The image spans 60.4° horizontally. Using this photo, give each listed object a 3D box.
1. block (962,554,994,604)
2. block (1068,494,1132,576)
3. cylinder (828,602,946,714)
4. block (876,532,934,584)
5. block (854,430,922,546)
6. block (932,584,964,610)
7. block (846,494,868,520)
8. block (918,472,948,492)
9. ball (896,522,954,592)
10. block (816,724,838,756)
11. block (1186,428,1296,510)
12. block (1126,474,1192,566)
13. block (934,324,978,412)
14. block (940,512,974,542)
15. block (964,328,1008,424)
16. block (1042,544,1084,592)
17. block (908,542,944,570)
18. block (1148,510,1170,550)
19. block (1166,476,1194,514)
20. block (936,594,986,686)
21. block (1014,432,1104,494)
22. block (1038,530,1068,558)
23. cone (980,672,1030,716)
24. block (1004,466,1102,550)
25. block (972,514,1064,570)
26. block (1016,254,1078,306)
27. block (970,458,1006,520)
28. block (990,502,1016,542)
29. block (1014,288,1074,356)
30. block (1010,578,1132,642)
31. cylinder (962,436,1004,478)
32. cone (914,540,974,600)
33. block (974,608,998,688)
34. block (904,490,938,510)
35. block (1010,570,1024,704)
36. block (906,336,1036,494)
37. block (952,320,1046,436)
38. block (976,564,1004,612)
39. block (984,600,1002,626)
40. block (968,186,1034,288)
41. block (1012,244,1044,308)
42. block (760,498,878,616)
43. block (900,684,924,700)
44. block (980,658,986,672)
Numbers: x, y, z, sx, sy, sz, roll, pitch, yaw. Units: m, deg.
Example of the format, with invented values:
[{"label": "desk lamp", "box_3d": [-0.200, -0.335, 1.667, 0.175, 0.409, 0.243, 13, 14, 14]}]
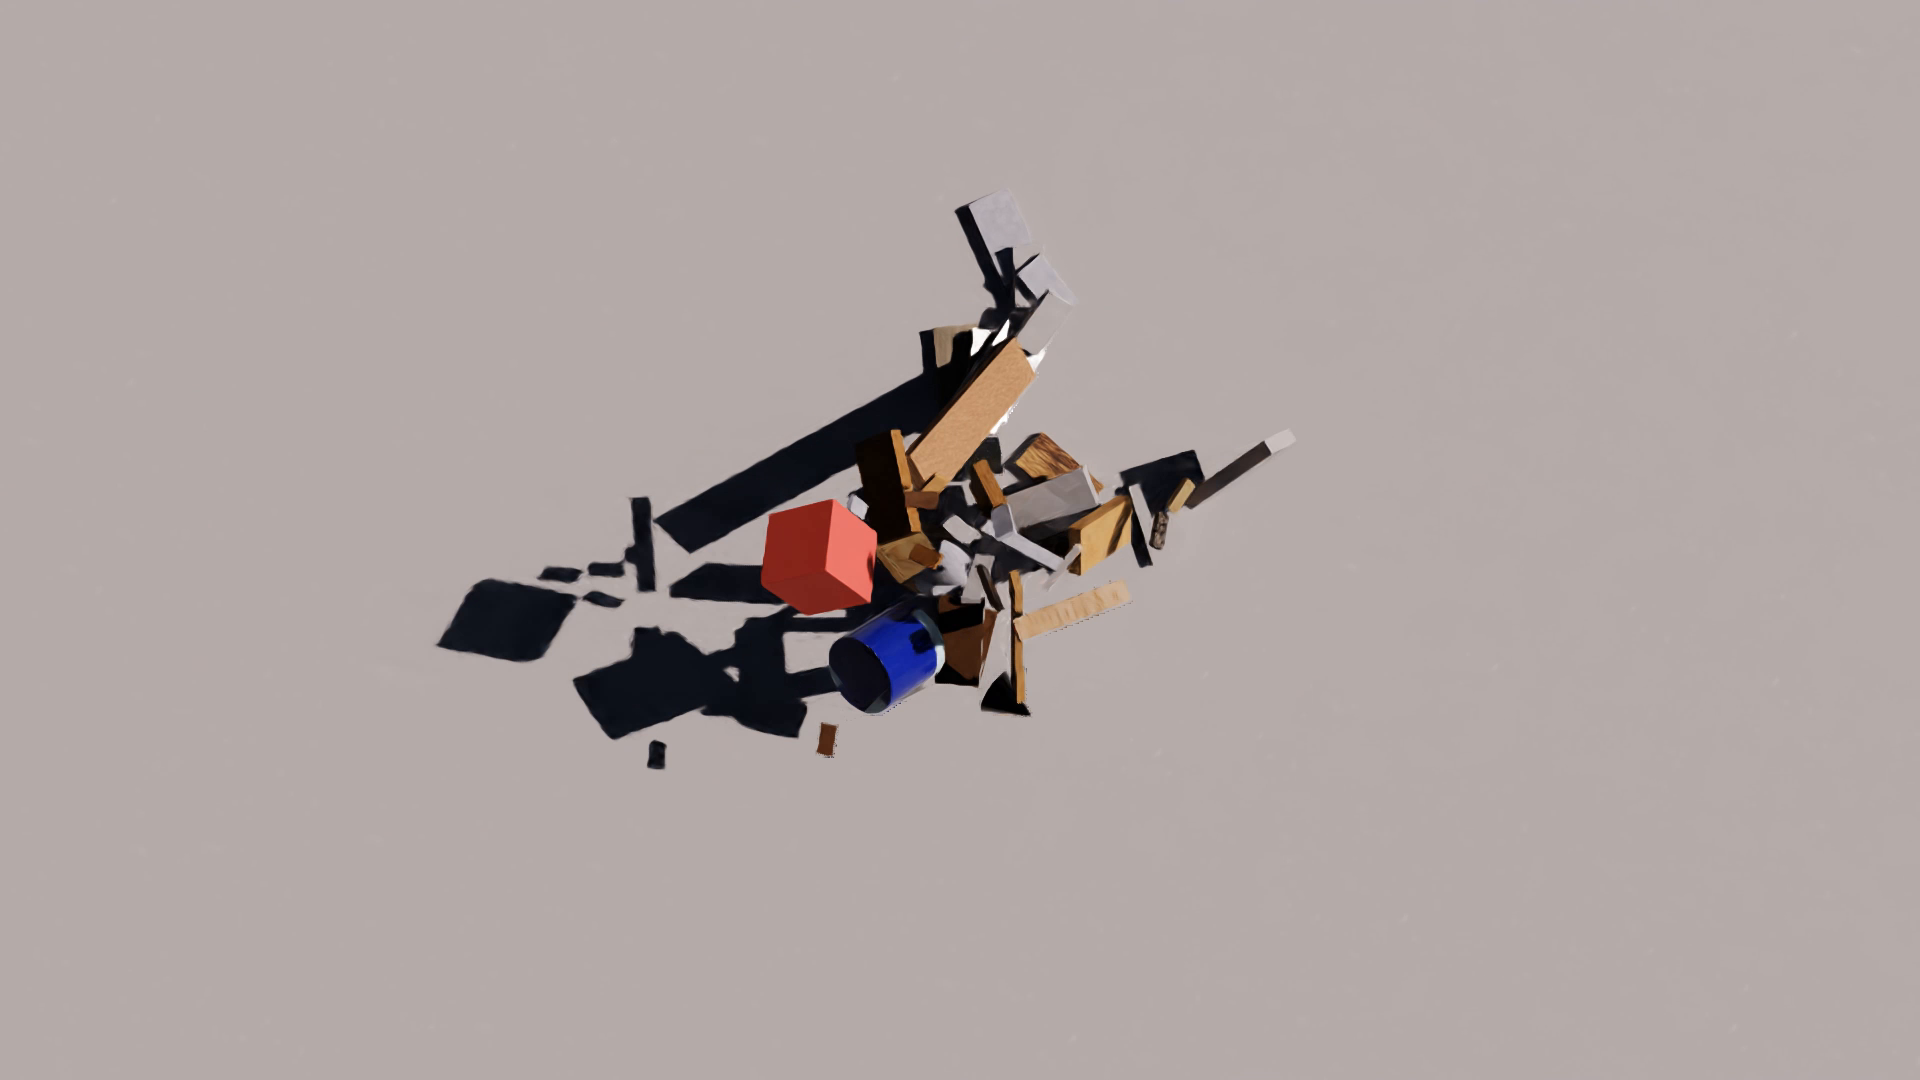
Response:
[{"label": "block", "box_3d": [0.054, 0.116, 4.950, 0.057, 0.256, 0.016, 4, 120, 9]}, {"label": "block", "box_3d": [0.451, -0.019, 5.292, 0.044, 0.314, 0.157, 15, 120, 33]}, {"label": "cylinder", "box_3d": [-0.210, 0.338, 4.742, 0.240, 0.240, 0.240, -32, 90, -43]}, {"label": "block", "box_3d": [-0.162, 0.036, 5.002, 0.152, 0.303, 0.043, -33, 70, 0]}, {"label": "block", "box_3d": [-0.209, -0.151, 4.746, 0.152, 0.043, 0.303, -18, 81, 40]}, {"label": "block", "box_3d": [-0.004, 0.185, 5.052, 0.132, 0.264, 0.037, 4, 78, 5]}, {"label": "block", "box_3d": [-0.285, -0.090, 4.567, 0.013, 0.092, 0.046, 11, 75, 25]}, {"label": "block", "box_3d": [-0.079, -0.145, 4.603, 0.046, 0.013, 0.092, 25, 124, -33]}, {"label": "ball", "box_3d": [-0.119, 0.056, 5.383, 0.234, 0.234, 0.234, 0, 90, 0]}, {"label": "block", "box_3d": [-0.399, 0.599, 4.955, 0.046, 0.013, 0.092, 10, 96, 1]}, {"label": "block", "box_3d": [0.897, -0.227, 5.310, 0.367, 0.172, 0.049, -37, 82, 40]}, {"label": "block", "box_3d": [0.663, -0.067, 5.481, 0.137, 0.039, 0.274, -18, 90, 0]}, {"label": "block", "box_3d": [-0.002, -0.564, 5.479, 0.147, 0.042, 0.294, -5, 90, 0]}, {"label": "block", "box_3d": [-0.006, -0.033, 4.441, 0.046, 0.013, 0.092, -41, 128, 12]}, {"label": "block", "box_3d": [0.091, -0.540, 5.442, 0.147, 0.042, 0.294, 6, 86, -24]}, {"label": "block", "box_3d": [0.310, 0.082, 4.962, 0.023, 0.081, 0.162, 39, 100, 7]}, {"label": "block", "box_3d": [-0.091, 0.044, 4.375, 0.092, 0.013, 0.046, 24, 79, 36]}, {"label": "block", "box_3d": [0.630, -0.029, 5.219, 0.016, 0.057, 0.113, 2, 74, 41]}, {"label": "block", "box_3d": [0.697, -0.140, 5.224, 0.016, 0.057, 0.113, 31, 86, 39]}, {"label": "block", "box_3d": [0.000, 0.298, 4.910, 0.132, 0.037, 0.264, 4, 97, 5]}, {"label": "block", "box_3d": [0.331, -0.217, 5.481, 0.274, 0.039, 0.137, 42, 90, 0]}, {"label": "block", "box_3d": [0.313, -0.039, 5.455, 0.137, 0.039, 0.274, -37, 90, 23]}, {"label": "cone", "box_3d": [0.155, 0.482, 4.849, 0.137, 0.137, 0.137, 32, 90, 19]}, {"label": "block", "box_3d": [0.283, -0.103, 5.399, 0.344, 0.049, 0.172, -20, 95, 22]}, {"label": "block", "box_3d": [0.188, 0.012, 5.219, 0.314, 0.157, 0.044, 28, 89, 0]}, {"label": "block", "box_3d": [0.288, -0.832, 5.430, 0.101, 0.029, 0.203, -40, 104, 3]}, {"label": "block", "box_3d": [0.088, -0.144, 5.274, 0.044, 0.314, 0.157, -25, 80, -6]}, {"label": "block", "box_3d": [0.132, -0.055, 5.062, 0.062, 0.124, 0.018, -26, 134, 14]}, {"label": "block", "box_3d": [0.266, -0.707, 5.373, 0.101, 0.029, 0.203, 28, 109, -26]}, {"label": "block", "box_3d": [0.303, 0.189, 4.477, 0.353, 0.018, 0.062, -19, 88, -22]}, {"label": "cylinder", "box_3d": [0.071, -0.273, 5.437, 0.125, 0.125, 0.125, -9, 90, 5]}, {"label": "cone", "box_3d": [0.001, 0.140, 5.213, 0.216, 0.216, 0.216, -14, 122, -25]}, {"label": "block", "box_3d": [0.029, 0.331, 5.226, 0.125, 0.035, 0.249, 14, 95, -2]}, {"label": "block", "box_3d": [-0.107, -0.111, 4.542, 0.092, 0.013, 0.046, 3, 98, -10]}, {"label": "block", "box_3d": [0.160, 0.275, 4.619, 0.023, 0.081, 0.434, -7, 130, -5]}, {"label": "block", "box_3d": [0.036, -0.385, 5.070, 0.043, 0.823, 0.152, -17, 112, 34]}, {"label": "block", "box_3d": [0.122, -0.530, 5.406, 0.172, 0.049, 0.344, 37, 74, -19]}, {"label": "block", "box_3d": [0.081, 0.130, 4.494, 0.018, 0.062, 0.124, -27, 66, 12]}, {"label": "block", "box_3d": [0.061, 0.206, 5.365, 0.125, 0.249, 0.035, 33, 92, -10]}, {"label": "block", "box_3d": [0.153, -1.006, 5.479, 0.147, 0.042, 0.294, -24, 90, 0]}, {"label": "block", "box_3d": [0.228, -0.873, 5.445, 0.101, 0.029, 0.203, -4, 103, -5]}, {"label": "block", "box_3d": [-0.383, 0.050, 4.498, 0.215, 0.215, 0.215, -12, 58, 29]}, {"label": "block", "box_3d": [-0.158, 0.447, 4.987, 0.081, 0.162, 0.023, -27, 76, -1]}, {"label": "block", "box_3d": [0.002, 0.378, 5.074, 0.132, 0.264, 0.037, 14, 92, 4]}]
